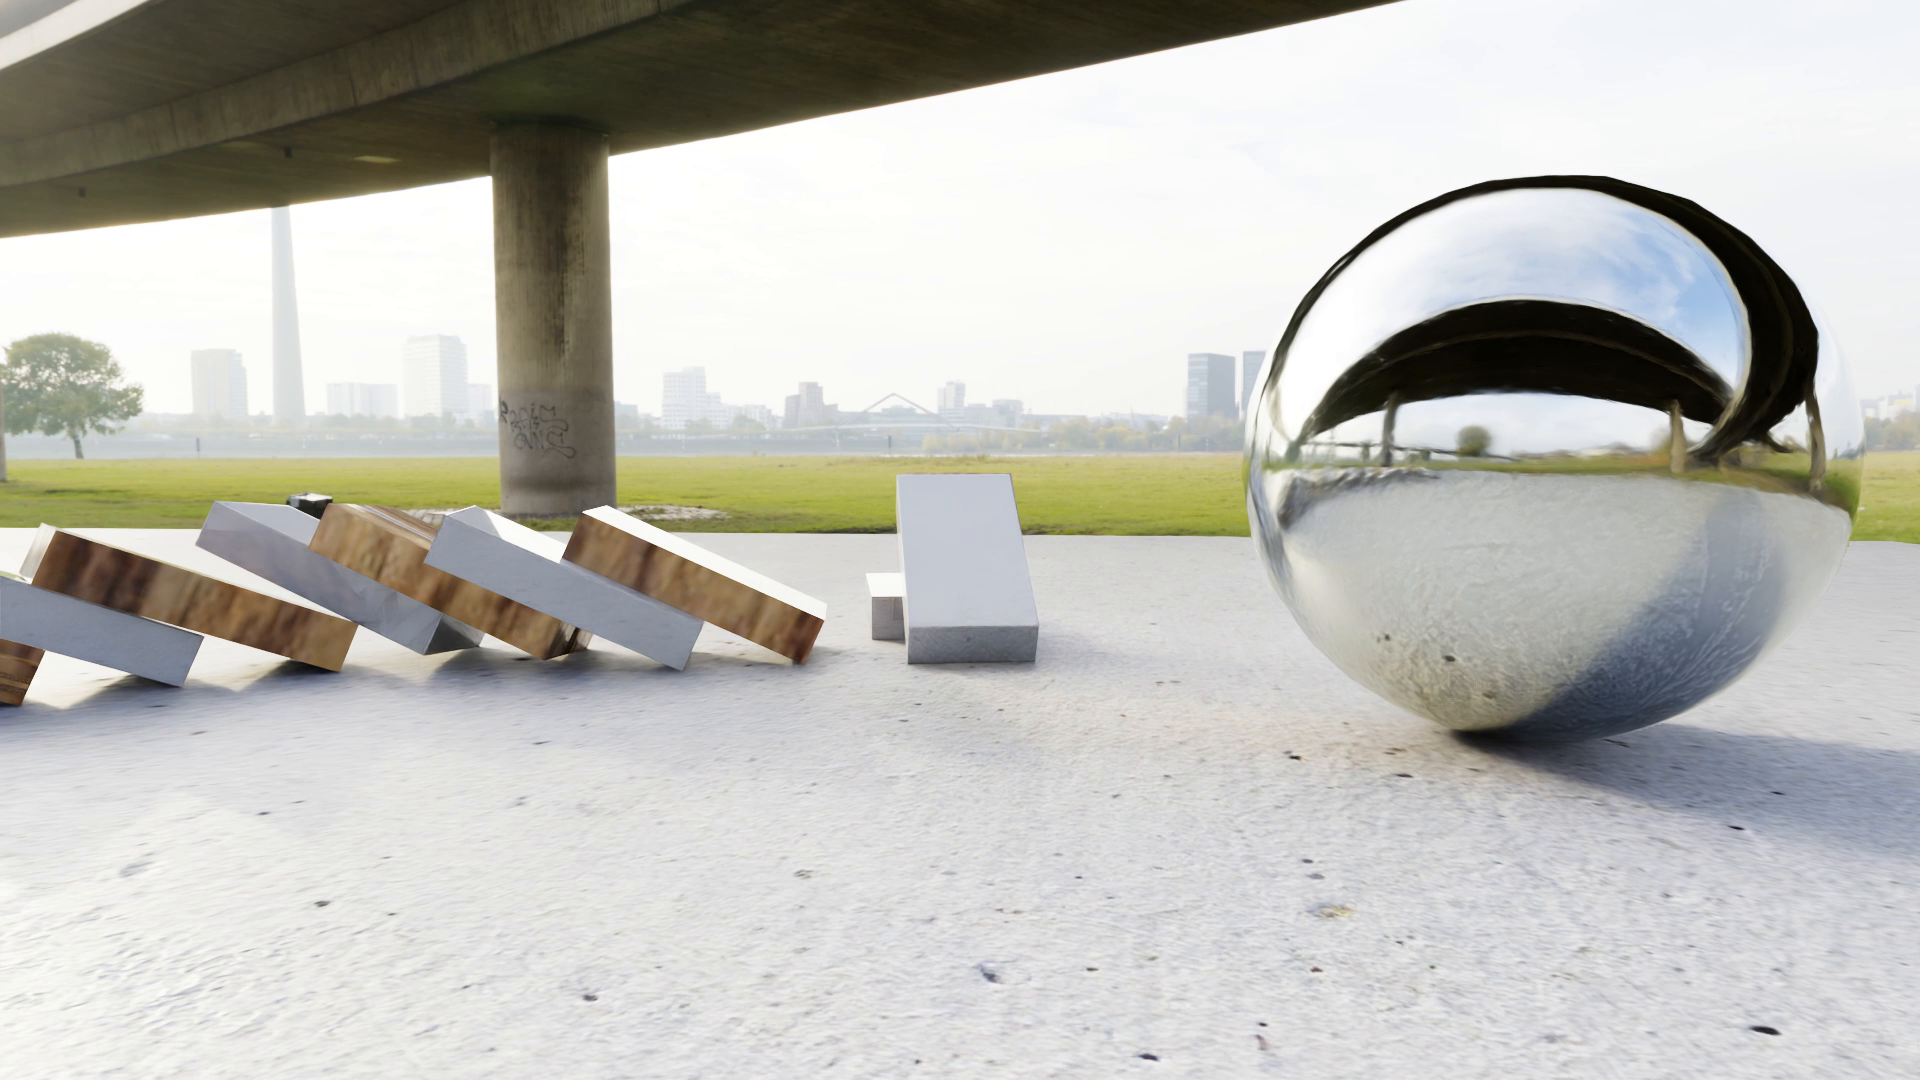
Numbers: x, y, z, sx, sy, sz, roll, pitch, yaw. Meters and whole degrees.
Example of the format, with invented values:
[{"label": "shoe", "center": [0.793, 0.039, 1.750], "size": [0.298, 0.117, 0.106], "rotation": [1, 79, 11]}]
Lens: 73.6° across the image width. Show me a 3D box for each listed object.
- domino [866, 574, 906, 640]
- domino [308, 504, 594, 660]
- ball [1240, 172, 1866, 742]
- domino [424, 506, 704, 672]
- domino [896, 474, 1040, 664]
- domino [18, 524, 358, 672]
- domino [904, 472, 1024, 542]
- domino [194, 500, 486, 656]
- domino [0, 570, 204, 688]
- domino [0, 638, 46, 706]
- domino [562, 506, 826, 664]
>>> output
[{"label": "domino", "center": [-0.009, 0.015, 0.304], "size": [0.025, 0.010, 0.050], "rotation": [0, 4, -6]}, {"label": "domino", "center": [-0.099, 0.008, 0.255], "size": [0.050, 0.010, 0.025], "rotation": [25, 1, 2]}, {"label": "ball", "center": [0.081, -0.011, 0.184], "size": [0.080, 0.080, 0.080], "rotation": [0, 4, 0]}, {"label": "domino", "center": [-0.074, 0.009, 0.248], "size": [0.050, 0.009, 0.025], "rotation": [25, 1, -10]}, {"label": "domino", "center": [0.000, 0.005, 0.266], "size": [0.025, 0.010, 0.050], "rotation": [-1, 38, -6]}, {"label": "domino", "center": [-0.140, 0.011, 0.234], "size": [0.050, 0.010, 0.025], "rotation": [26, -13, -38]}, {"label": "domino", "center": [0.001, 0.003, 0.283], "size": [0.025, 0.009, 0.050], "rotation": [0, 38, -5]}, {"label": "domino", "center": [-0.122, 0.007, 0.258], "size": [0.050, 0.009, 0.025], "rotation": [25, 1, 3]}, {"label": "domino", "center": [-0.160, 0.012, 0.218], "size": [0.025, 0.010, 0.050], "rotation": [5, -18, 47]}, {"label": "domino", "center": [-0.176, 0.013, 0.201], "size": [0.025, 0.009, 0.050], "rotation": [4, -18, 44]}, {"label": "domino", "center": [-0.052, 0.008, 0.257], "size": [0.050, 0.009, 0.025], "rotation": [25, 2, -6]}]
